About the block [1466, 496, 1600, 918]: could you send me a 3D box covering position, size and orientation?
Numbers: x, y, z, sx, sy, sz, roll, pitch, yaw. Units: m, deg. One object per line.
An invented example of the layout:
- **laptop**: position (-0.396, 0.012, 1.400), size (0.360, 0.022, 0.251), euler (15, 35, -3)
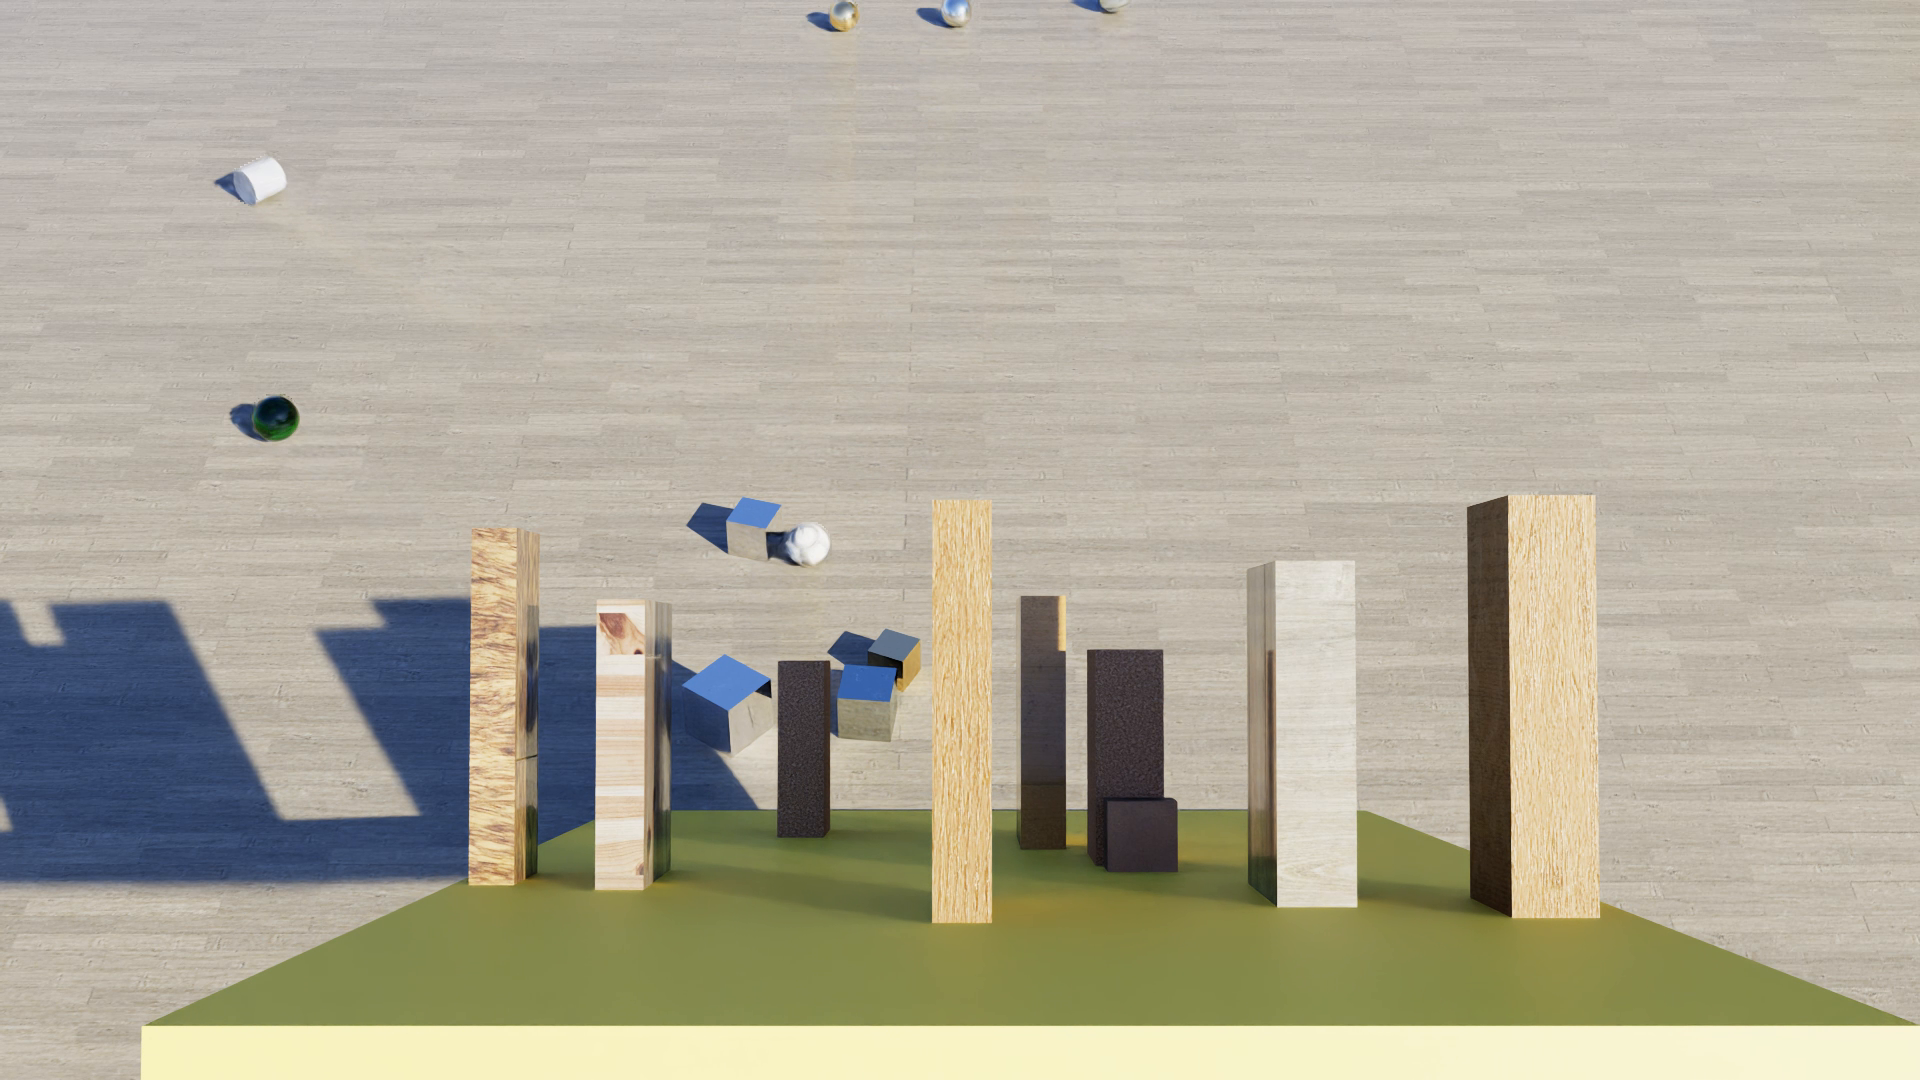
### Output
- **block**: position (0.943, 0.271, 4.299), size (0.139, 0.670, 0.338), euler (0, -2, 0)

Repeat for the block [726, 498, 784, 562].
- **block**: position (-0.626, -0.031, 7.942), size (0.129, 0.129, 0.129), euler (11, 38, 15)

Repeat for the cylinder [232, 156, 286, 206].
- **cylinder**: position (-2.605, -1.337, 9.677), size (0.138, 0.138, 0.138), euler (27, 46, 31)

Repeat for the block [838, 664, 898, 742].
- **block**: position (-0.258, 0.456, 7.276), size (0.147, 0.147, 0.147), euler (4, 37, 5)

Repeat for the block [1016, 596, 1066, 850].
- **block**: position (0.178, 0.399, 5.777), size (0.097, 0.541, 0.435), euler (0, -2, 0)

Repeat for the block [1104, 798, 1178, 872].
- **block**: position (0.350, 0.571, 5.048), size (0.134, 0.134, 0.134), euler (0, -2, 0)

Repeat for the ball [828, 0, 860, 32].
- **ball**: position (-0.483, -2.179, 10.816), size (0.126, 0.126, 0.126), euler (0, 37, 0)

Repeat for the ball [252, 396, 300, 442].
- **ball**: position (-2.212, -0.393, 8.410), size (0.149, 0.149, 0.149), euler (0, 37, 0)

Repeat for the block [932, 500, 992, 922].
- **block**: position (0.003, 0.274, 4.252), size (0.093, 0.658, 0.394), euler (0, -2, 0)

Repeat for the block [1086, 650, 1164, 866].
- **block**: position (0.334, 0.436, 5.293), size (0.134, 0.426, 0.344), euler (0, -2, 0)

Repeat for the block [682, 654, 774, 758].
- **block**: position (-0.646, 0.463, 7.245), size (0.174, 0.174, 0.174), euler (26, 44, 30)

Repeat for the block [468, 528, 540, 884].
- **block**: position (-0.847, 0.306, 4.844), size (0.082, 0.646, 0.260), euler (0, -2, 0)

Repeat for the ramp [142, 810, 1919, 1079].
- **ramp**: position (0.081, 0.683, 4.918), size (2.000, 0.100, 4.000), euler (0, -2, 0)

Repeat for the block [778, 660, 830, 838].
- **block**: position (-0.362, 0.482, 6.061), size (0.106, 0.401, 0.294), euler (0, -2, 0)

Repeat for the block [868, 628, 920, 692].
- **block**: position (-0.188, 0.344, 7.454), size (0.113, 0.113, 0.113), euler (16, 40, 20)

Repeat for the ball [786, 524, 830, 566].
- **ball**: position (-0.461, 0.014, 7.881), size (0.130, 0.130, 0.130), euler (0, 37, 0)

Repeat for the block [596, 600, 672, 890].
- **block**: position (-0.603, 0.372, 4.830), size (0.085, 0.514, 0.435), euler (0, -2, 0)

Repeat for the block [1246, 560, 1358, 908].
- **block**: position (0.589, 0.329, 4.522), size (0.132, 0.572, 0.438), euler (0, -2, 0)

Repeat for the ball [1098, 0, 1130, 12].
- **ball**: position (0.649, -2.303, 10.957), size (0.156, 0.156, 0.156), euler (0, 37, 0)

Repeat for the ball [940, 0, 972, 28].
- **ball**: position (-0.014, -2.206, 10.846), size (0.132, 0.132, 0.132), euler (0, 37, 0)
